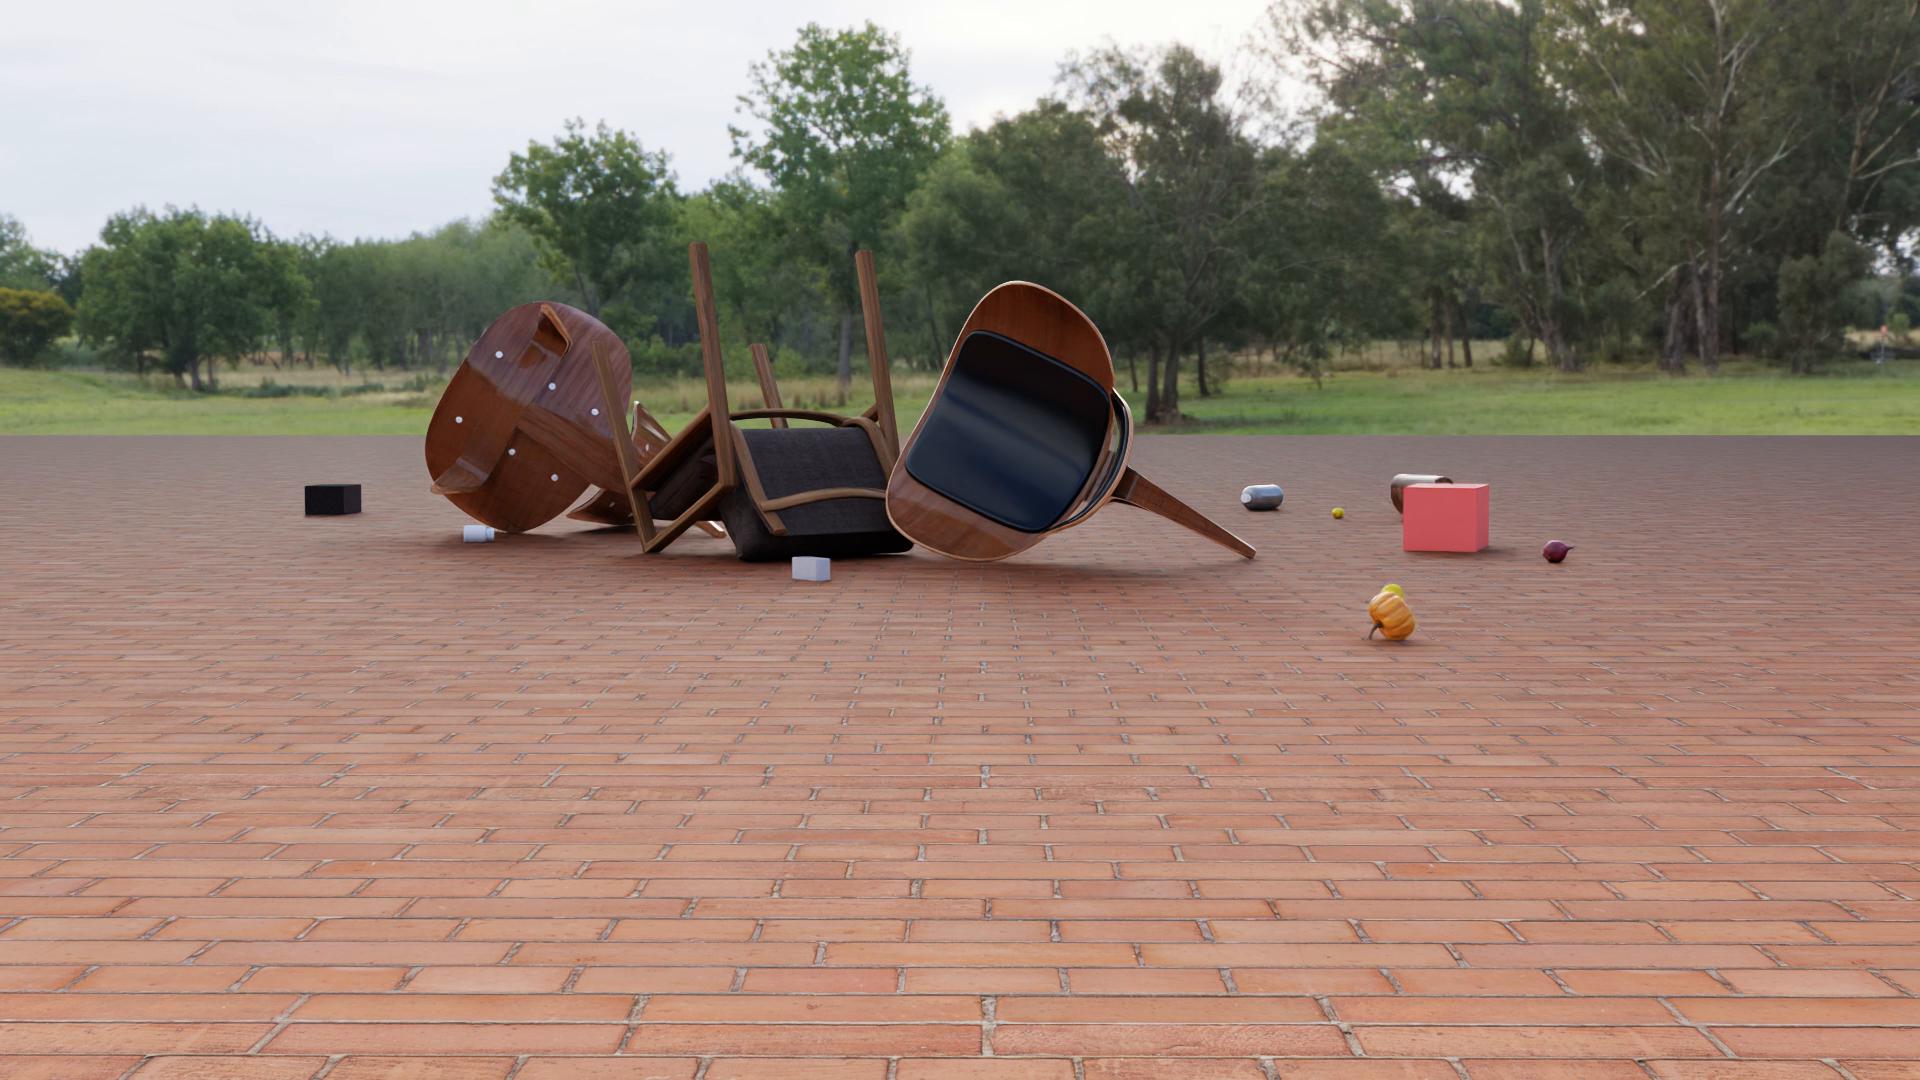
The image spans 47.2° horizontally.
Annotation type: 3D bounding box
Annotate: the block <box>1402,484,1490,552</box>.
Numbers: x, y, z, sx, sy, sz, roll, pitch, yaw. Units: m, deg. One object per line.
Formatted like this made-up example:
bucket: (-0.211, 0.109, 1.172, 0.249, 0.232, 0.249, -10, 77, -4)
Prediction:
block: (1.377, -0.066, 6.222, 0.199, 0.176, 0.276, 1, 4, 21)

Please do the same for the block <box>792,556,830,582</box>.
block: (-0.352, 0.067, 5.191, 0.043, 0.051, 0.090, -4, 5, -42)

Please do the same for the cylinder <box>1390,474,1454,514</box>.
cylinder: (1.616, -0.149, 7.629, 0.112, 0.163, 0.225, -39, 21, -21)

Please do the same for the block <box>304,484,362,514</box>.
block: (-2.266, -0.147, 7.952, 0.144, 0.102, 0.172, 0, 4, 5)
